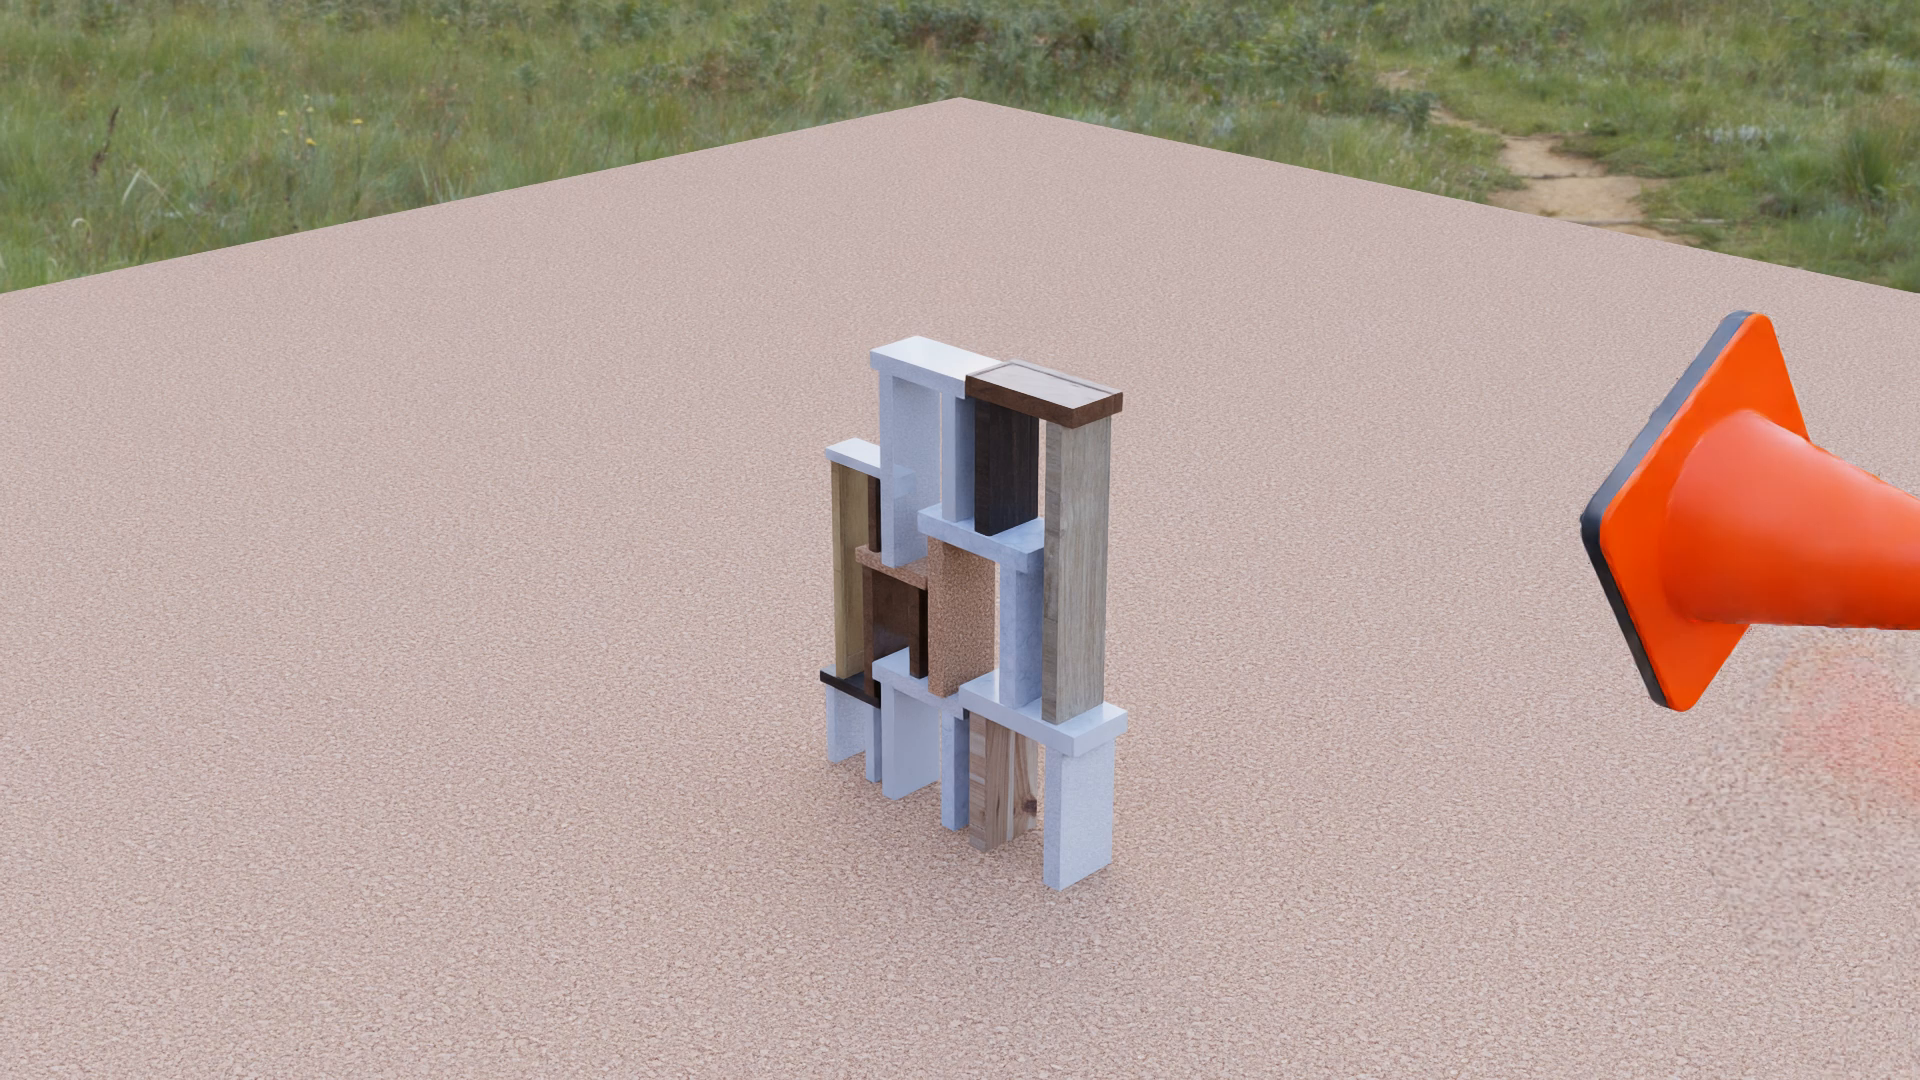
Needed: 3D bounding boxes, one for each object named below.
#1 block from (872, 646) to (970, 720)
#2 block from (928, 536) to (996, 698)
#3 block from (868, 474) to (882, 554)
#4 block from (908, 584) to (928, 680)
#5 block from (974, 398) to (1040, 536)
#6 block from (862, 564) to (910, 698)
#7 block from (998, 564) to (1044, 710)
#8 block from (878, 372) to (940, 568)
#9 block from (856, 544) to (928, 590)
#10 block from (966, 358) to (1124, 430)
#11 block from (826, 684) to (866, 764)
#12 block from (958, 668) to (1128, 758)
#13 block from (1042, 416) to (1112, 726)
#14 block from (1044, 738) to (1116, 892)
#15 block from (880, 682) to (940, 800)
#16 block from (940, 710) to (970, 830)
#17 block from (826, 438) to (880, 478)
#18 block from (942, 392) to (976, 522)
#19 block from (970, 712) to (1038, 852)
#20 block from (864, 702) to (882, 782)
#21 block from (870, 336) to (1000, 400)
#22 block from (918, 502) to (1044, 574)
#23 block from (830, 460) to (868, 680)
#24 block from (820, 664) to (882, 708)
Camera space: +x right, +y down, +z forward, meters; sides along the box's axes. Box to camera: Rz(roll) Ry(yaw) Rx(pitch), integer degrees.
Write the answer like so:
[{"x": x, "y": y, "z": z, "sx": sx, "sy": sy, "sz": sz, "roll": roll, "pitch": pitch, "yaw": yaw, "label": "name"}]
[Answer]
[{"x": -0.040, "y": 0.280, "z": 4.392, "sx": 0.258, "sy": 0.037, "sz": 0.129, "roll": 21, "pitch": 31, "yaw": 41, "label": "block"}, {"x": 0.003, "y": 0.130, "z": 4.273, "sx": 0.041, "sy": 0.333, "sz": 0.144, "roll": 21, "pitch": 31, "yaw": 41, "label": "block"}, {"x": -0.145, "y": -0.063, "z": 4.362, "sx": 0.023, "sy": 0.162, "sz": 0.081, "roll": 22, "pitch": 31, "yaw": 40, "label": "block"}, {"x": -0.055, "y": 0.167, "z": 4.357, "sx": 0.028, "sy": 0.200, "sz": 0.100, "roll": 21, "pitch": 31, "yaw": 41, "label": "block"}, {"x": 0.087, "y": -0.150, "z": 4.065, "sx": 0.132, "sy": 0.264, "sz": 0.037, "roll": -21, "pitch": 31, "yaw": -41, "label": "block"}, {"x": -0.150, "y": 0.171, "z": 4.462, "sx": 0.028, "sy": 0.289, "sz": 0.100, "roll": 21, "pitch": 31, "yaw": 40, "label": "block"}, {"x": 0.139, "y": 0.161, "z": 4.140, "sx": 0.041, "sy": 0.287, "sz": 0.144, "roll": 21, "pitch": 31, "yaw": 41, "label": "block"}, {"x": -0.097, "y": -0.149, "z": 4.264, "sx": 0.126, "sy": 0.398, "sz": 0.036, "roll": -21, "pitch": 31, "yaw": -40, "label": "block"}, {"x": -0.103, "y": 0.043, "z": 4.356, "sx": 0.100, "sy": 0.028, "sz": 0.200, "roll": -21, "pitch": 31, "yaw": -40, "label": "block"}, {"x": 0.149, "y": -0.265, "z": 3.949, "sx": 0.264, "sy": 0.037, "sz": 0.132, "roll": 21, "pitch": 31, "yaw": 41, "label": "block"}, {"x": -0.240, "y": 0.374, "z": 4.650, "sx": 0.025, "sy": 0.180, "sz": 0.090, "roll": 21, "pitch": 31, "yaw": 41, "label": "block"}, {"x": 0.156, "y": 0.321, "z": 4.186, "sx": 0.299, "sy": 0.042, "sz": 0.149, "roll": 21, "pitch": 31, "yaw": 41, "label": "block"}, {"x": 0.211, "y": 0.049, "z": 4.015, "sx": 0.037, "sy": 0.591, "sz": 0.132, "roll": 21, "pitch": 31, "yaw": 41, "label": "block"}, {"x": 0.227, "y": 0.505, "z": 4.188, "sx": 0.042, "sy": 0.299, "sz": 0.149, "roll": 21, "pitch": 31, "yaw": 41, "label": "block"}, {"x": -0.101, "y": 0.392, "z": 4.505, "sx": 0.037, "sy": 0.258, "sz": 0.129, "roll": 21, "pitch": 31, "yaw": 41, "label": "block"}, {"x": 0.021, "y": 0.440, "z": 4.393, "sx": 0.037, "sy": 0.258, "sz": 0.129, "roll": 21, "pitch": 31, "yaw": 41, "label": "block"}, {"x": -0.183, "y": -0.163, "z": 4.361, "sx": 0.081, "sy": 0.023, "sz": 0.162, "roll": -22, "pitch": 31, "yaw": -40, "label": "block"}, {"x": 0.023, "y": -0.170, "z": 4.126, "sx": 0.036, "sy": 0.252, "sz": 0.126, "roll": 21, "pitch": 31, "yaw": 41, "label": "block"}, {"x": 0.086, "y": 0.450, "z": 4.318, "sx": 0.042, "sy": 0.299, "sz": 0.149, "roll": 21, "pitch": 31, "yaw": 41, "label": "block"}, {"x": -0.155, "y": 0.407, "z": 4.572, "sx": 0.025, "sy": 0.180, "sz": 0.090, "roll": 21, "pitch": 31, "yaw": 41, "label": "block"}, {"x": -0.037, "y": -0.325, "z": 4.124, "sx": 0.252, "sy": 0.036, "sz": 0.126, "roll": 21, "pitch": 31, "yaw": 40, "label": "block"}, {"x": 0.071, "y": -0.016, "z": 4.138, "sx": 0.287, "sy": 0.041, "sz": 0.144, "roll": 21, "pitch": 31, "yaw": 41, "label": "block"}, {"x": -0.221, "y": 0.054, "z": 4.494, "sx": 0.081, "sy": 0.479, "sz": 0.023, "roll": -21, "pitch": 31, "yaw": -41, "label": "block"}, {"x": -0.198, "y": 0.296, "z": 4.571, "sx": 0.090, "sy": 0.026, "sz": 0.180, "roll": -21, "pitch": 31, "yaw": -41, "label": "block"}]
